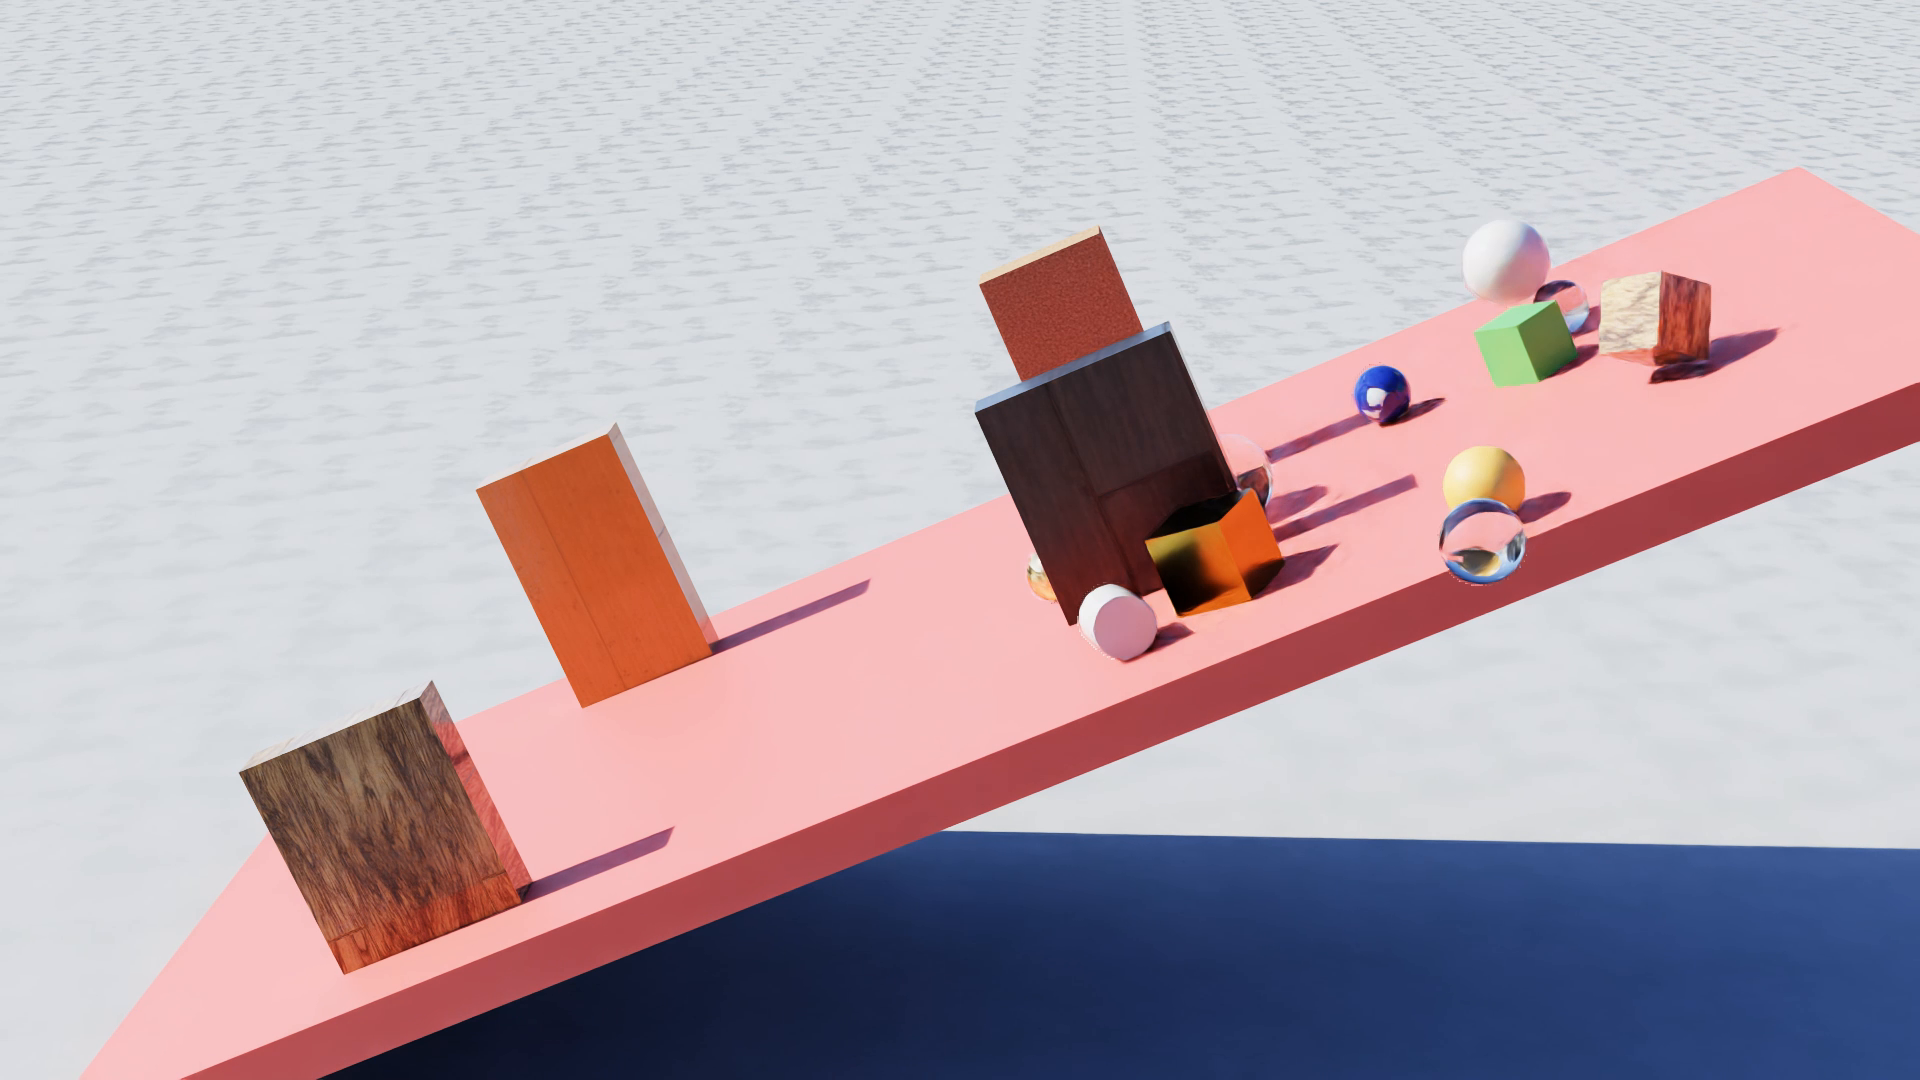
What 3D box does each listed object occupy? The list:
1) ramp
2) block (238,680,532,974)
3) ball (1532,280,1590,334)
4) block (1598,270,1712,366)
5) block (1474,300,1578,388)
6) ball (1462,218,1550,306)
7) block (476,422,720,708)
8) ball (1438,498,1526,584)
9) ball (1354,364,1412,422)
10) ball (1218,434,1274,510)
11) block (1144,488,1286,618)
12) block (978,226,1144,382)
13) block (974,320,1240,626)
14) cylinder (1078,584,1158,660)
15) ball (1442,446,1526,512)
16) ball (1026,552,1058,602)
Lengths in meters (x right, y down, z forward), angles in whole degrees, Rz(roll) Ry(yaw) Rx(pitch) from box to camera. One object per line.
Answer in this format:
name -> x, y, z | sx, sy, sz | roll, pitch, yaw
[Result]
ramp -> 0.130, 0.171, 6.285 | 4.000, 0.100, 2.000 | -22, 13, 8
block -> -1.112, 0.559, 5.715 | 0.389, 0.453, 0.114 | -22, 13, 8
ball -> 1.302, -0.504, 6.373 | 0.122, 0.122, 0.122 | 0, 15, 0
block -> 1.356, -0.430, 5.738 | 0.148, 0.148, 0.148 | 9, -8, -35
block -> 1.190, -0.411, 6.184 | 0.131, 0.131, 0.131 | -32, 14, -30
ball -> 1.191, -0.605, 6.415 | 0.190, 0.190, 0.190 | 0, 15, 0
block -> -0.857, 0.061, 6.984 | 0.345, 0.584, 0.127 | -22, 13, 8
ball -> 0.895, 0.002, 5.042 | 0.149, 0.149, 0.149 | 0, 15, 0
ball -> 0.908, -0.314, 6.319 | 0.124, 0.124, 0.124 | 0, 15, 0
ball -> 0.548, -0.122, 6.039 | 0.194, 0.194, 0.194 | 0, 15, 0
block -> 0.488, 0.025, 5.610 | 0.167, 0.167, 0.167 | -15, 15, 36
block -> 0.295, -0.349, 6.468 | 0.282, 0.614, 0.126 | -22, 13, 8
block -> 0.316, -0.131, 5.853 | 0.417, 0.475, 0.108 | -22, 13, 8
cylinder -> 0.297, 0.154, 5.532 | 0.122, 0.122, 0.122 | -3, 9, -10
ball -> 0.946, -0.097, 5.307 | 0.148, 0.148, 0.148 | 0, 15, 0
ball -> 0.198, 0.067, 6.079 | 0.120, 0.120, 0.120 | 0, 15, 0
